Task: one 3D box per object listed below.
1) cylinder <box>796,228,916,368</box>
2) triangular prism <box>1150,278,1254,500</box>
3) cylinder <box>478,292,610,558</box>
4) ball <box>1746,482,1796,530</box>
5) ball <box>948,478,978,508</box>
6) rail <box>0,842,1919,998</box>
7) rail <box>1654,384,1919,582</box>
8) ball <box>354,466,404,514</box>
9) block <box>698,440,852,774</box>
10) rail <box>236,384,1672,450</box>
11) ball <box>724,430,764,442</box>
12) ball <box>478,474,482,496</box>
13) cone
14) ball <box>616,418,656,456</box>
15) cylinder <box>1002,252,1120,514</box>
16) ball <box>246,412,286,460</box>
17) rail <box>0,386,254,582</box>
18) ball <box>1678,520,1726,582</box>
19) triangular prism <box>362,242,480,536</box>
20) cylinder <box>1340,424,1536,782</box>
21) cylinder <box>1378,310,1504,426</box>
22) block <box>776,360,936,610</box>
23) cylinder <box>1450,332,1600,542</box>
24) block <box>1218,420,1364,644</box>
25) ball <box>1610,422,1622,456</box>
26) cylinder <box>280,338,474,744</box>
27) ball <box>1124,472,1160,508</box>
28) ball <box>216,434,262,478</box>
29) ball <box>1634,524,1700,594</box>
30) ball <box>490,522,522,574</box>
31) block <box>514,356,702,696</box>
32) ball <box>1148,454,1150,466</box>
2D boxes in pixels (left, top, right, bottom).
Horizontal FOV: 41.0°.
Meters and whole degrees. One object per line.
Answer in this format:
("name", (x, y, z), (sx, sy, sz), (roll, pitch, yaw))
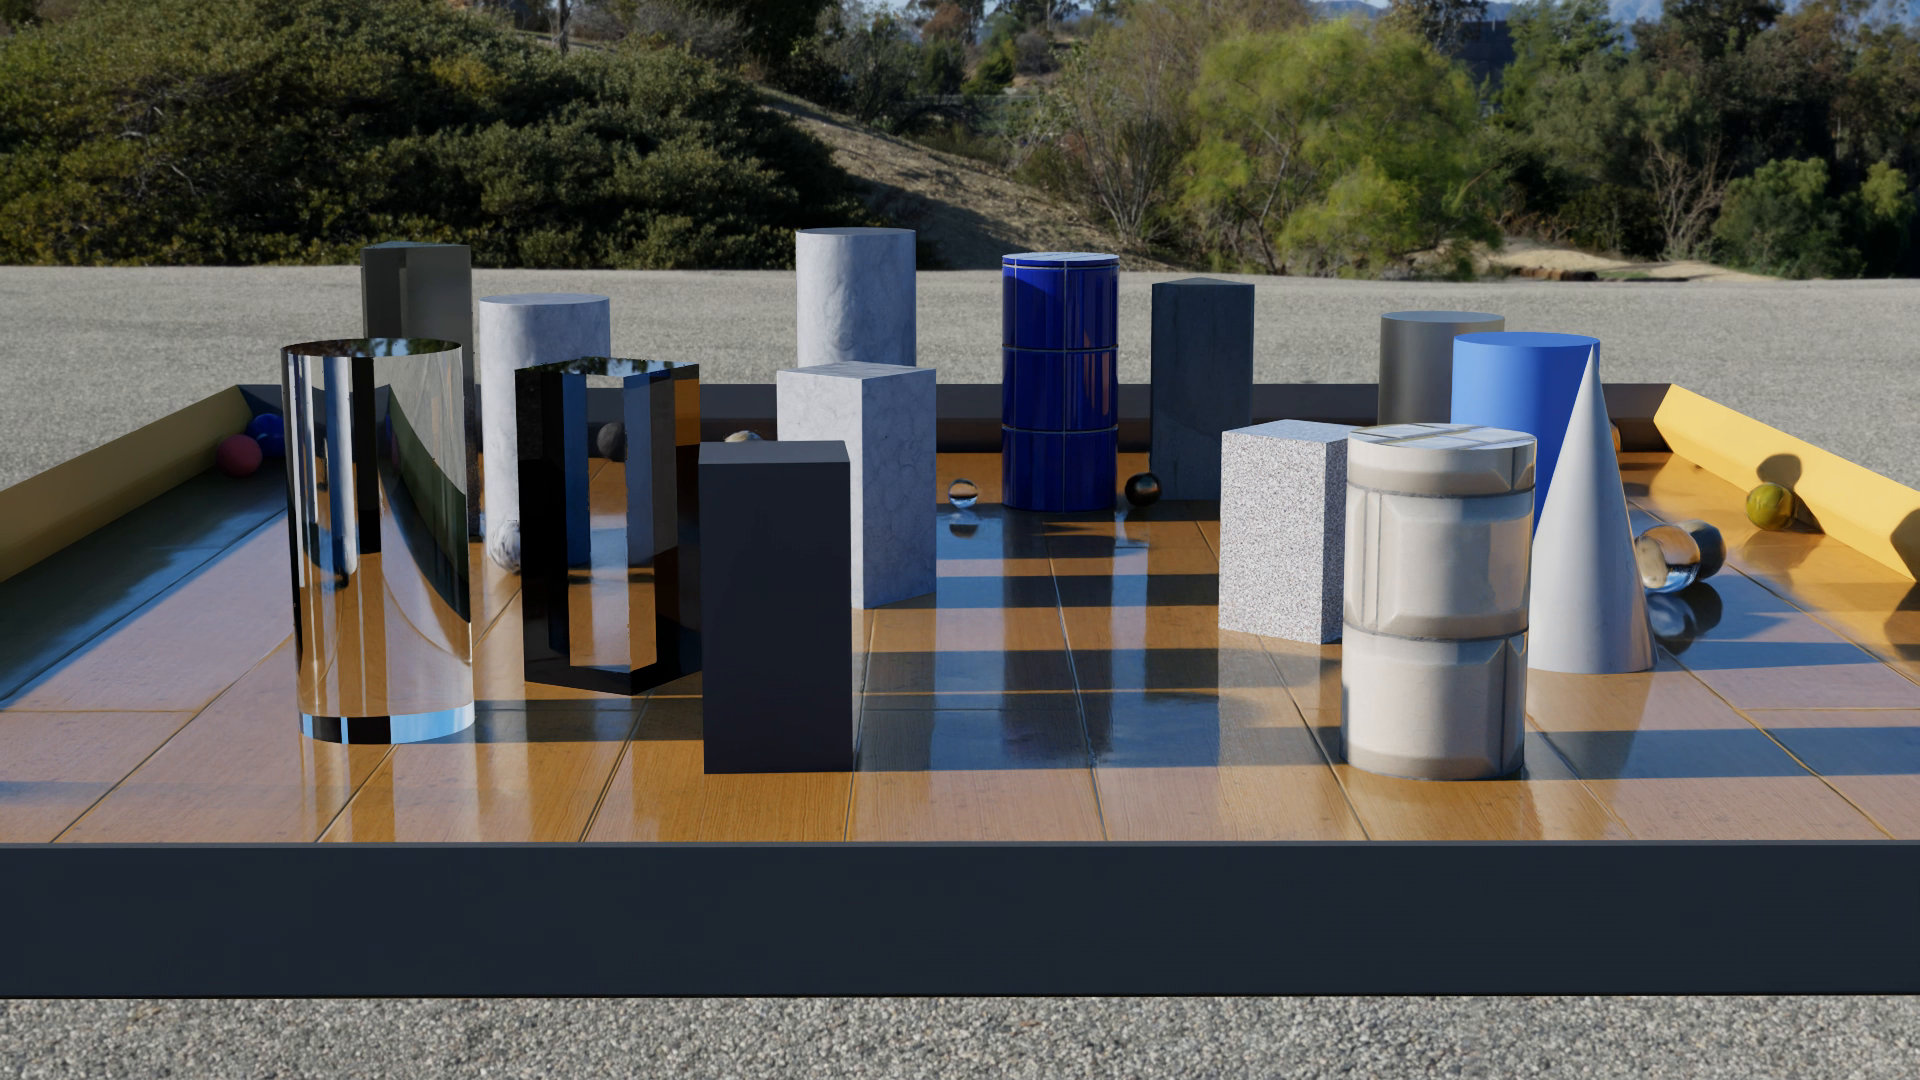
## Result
("cylinder", (-0.167, -0.269, 4.159), (0.193, 0.461, 0.193), (0, 11, 0))
("triangular prism", (0.409, -0.260, 4.379), (0.167, 0.364, 0.145), (1, 11, 3))
("cylinder", (-0.618, -0.170, 3.843), (0.193, 0.382, 0.193), (0, 11, 0))
("ball", (1.279, -0.053, 4.047), (0.076, 0.076, 0.076), (0, 11, 0))
("ball", (0.005, -0.077, 4.250), (0.049, 0.049, 0.049), (0, 11, 0))
("rail", (0.008, 0.294, 2.038), (2.729, 0.126, 0.045), (0, 11, 0))
("rail", (1.341, 0.031, 3.457), (0.045, 0.126, 2.917), (0, 11, 0))
("ball", (-0.950, -0.082, 4.193), (0.080, 0.080, 0.080), (0, 11, 0))
("block", (-0.195, 0.068, 2.716), (0.155, 0.326, 0.155), (-1, 11, -5))
("rail", (-0.008, -0.230, 4.860), (2.729, 0.126, 0.045), (0, 11, 0))
("ball", (-0.380, -0.148, 4.522), (0.089, 0.089, 0.089), (0, 11, 0))
("ball", (-0.825, -0.085, 4.173), (0.095, 0.095, 0.095), (0, 11, 0))
("cone", (0.770, -0.047, 3.158), (0.193, 0.390, 0.193), (0, 11, 0))
("ball", (-0.607, -0.193, 4.812), (0.073, 0.073, 0.073), (0, 11, 0))
("cylinder", (0.166, -0.264, 4.262), (0.193, 0.413, 0.193), (0, 11, 0))
("ball", (-1.287, -0.193, 4.778), (0.086, 0.086, 0.086), (0, 11, 0))
("rail", (-1.341, 0.034, 3.441), (0.045, 0.126, 2.917), (0, 11, 0))
("ball", (1.047, 0.015, 3.653), (0.087, 0.087, 0.087), (0, 11, 0))
("triangular prism", (-0.856, -0.235, 3.999), (0.167, 0.452, 0.145), (-5, 12, -25))
("cylinder", (0.501, 0.061, 2.700), (0.193, 0.344, 0.193), (0, 11, 0))
("cylinder", (0.764, -0.191, 4.094), (0.193, 0.331, 0.193), (0, 11, 0))
("block", (-0.142, -0.080, 3.545), (0.155, 0.313, 0.155), (8, 13, 38))
("cylinder", (0.764, -0.094, 3.492), (0.193, 0.360, 0.193), (0, 11, 0))
("block", (0.446, -0.014, 3.341), (0.155, 0.259, 0.155), (8, 13, 38))
("ball", (1.158, -0.178, 4.678), (0.092, 0.092, 0.092), (0, 11, 0))
("cylinder", (-0.642, -0.003, 2.835), (0.193, 0.421, 0.193), (0, 11, 0))
("ball", (0.303, -0.083, 4.261), (0.058, 0.058, 0.058), (0, 11, 0))
("ball", (-1.280, -0.149, 4.557), (0.078, 0.078, 0.078), (0, 11, 0))
("ball", (0.979, 0.026, 3.566), (0.097, 0.097, 0.097), (0, 11, 0))
("ball", (-0.641, 0.011, 3.707), (0.075, 0.075, 0.075), (0, 11, 0))
("block", (-0.416, -0.021, 3.061), (0.155, 0.374, 0.155), (6, 12, 28))
("ball", (0.365, -0.144, 4.590), (0.058, 0.058, 0.058), (0, 11, 0))
